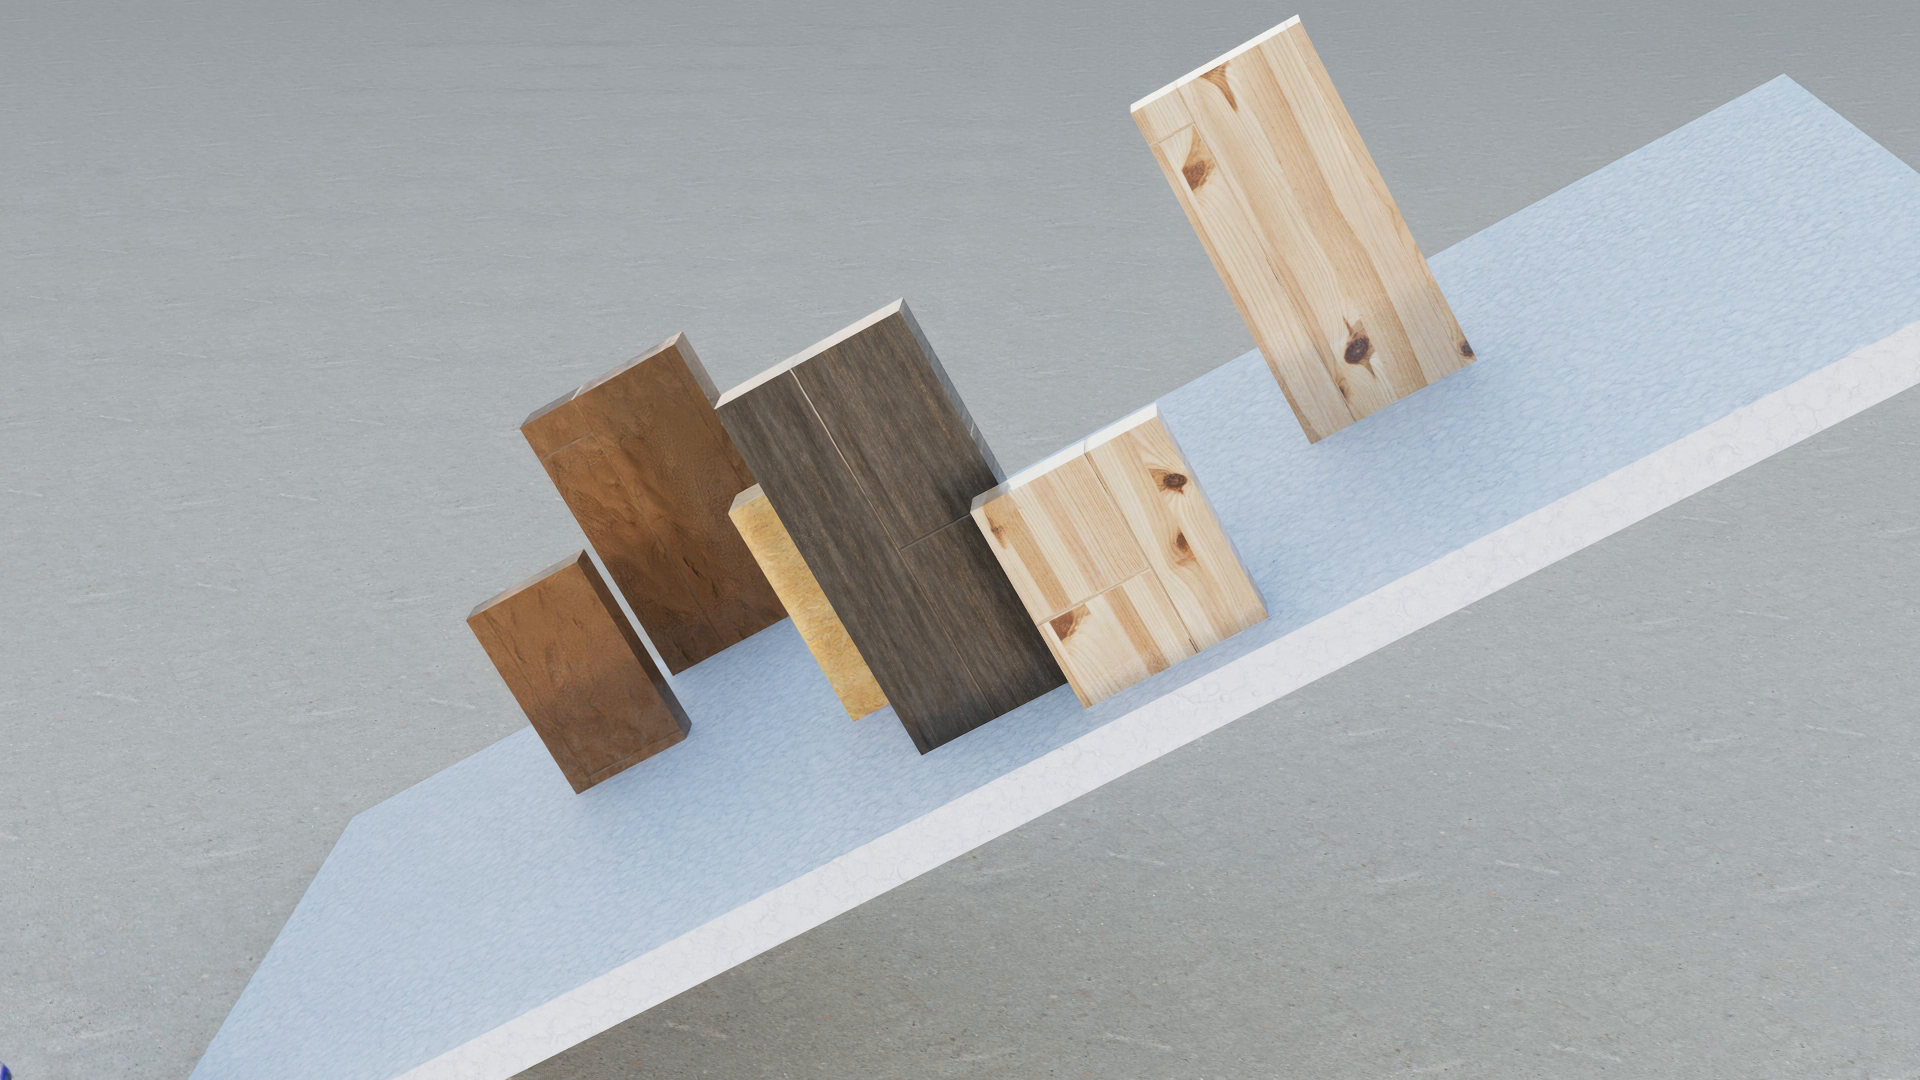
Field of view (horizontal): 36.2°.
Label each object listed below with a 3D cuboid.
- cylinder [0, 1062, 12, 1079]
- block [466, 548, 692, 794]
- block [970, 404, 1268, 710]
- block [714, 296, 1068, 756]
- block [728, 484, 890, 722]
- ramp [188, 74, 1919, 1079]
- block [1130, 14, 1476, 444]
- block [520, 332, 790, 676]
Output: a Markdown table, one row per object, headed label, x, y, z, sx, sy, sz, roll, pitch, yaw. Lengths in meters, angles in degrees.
| label | x | y | z | sx | sy | sz | roll | pitch | yaw |
| --- | --- | --- | --- | --- | --- | --- | --- | --- | --- |
| cylinder | -2.081 | 1.188 | 6.177 | 0.163 | 0.163 | 0.163 | -3 | 18 | -10 |
| block | -0.858 | 0.299 | 6.645 | 0.293 | 0.477 | 0.094 | -27 | 14 | 11 |
| block | 0.292 | 0.032 | 5.360 | 0.380 | 0.432 | 0.087 | -27 | 14 | 11 |
| block | -0.090 | -0.019 | 5.576 | 0.396 | 0.785 | 0.107 | -27 | 14 | 11 |
| block | -0.223 | 0.081 | 6.056 | 0.270 | 0.513 | 0.131 | -27 | 14 | 11 |
| ramp | 0.142 | 0.167 | 6.283 | 4.000 | 0.100 | 2.000 | -27 | 14 | 11 |
| block | 0.710 | -0.633 | 6.062 | 0.383 | 0.795 | 0.097 | -27 | 14 | 11 |
| block | -0.684 | -0.085 | 7.126 | 0.434 | 0.716 | 0.132 | -27 | 14 | 11 |
